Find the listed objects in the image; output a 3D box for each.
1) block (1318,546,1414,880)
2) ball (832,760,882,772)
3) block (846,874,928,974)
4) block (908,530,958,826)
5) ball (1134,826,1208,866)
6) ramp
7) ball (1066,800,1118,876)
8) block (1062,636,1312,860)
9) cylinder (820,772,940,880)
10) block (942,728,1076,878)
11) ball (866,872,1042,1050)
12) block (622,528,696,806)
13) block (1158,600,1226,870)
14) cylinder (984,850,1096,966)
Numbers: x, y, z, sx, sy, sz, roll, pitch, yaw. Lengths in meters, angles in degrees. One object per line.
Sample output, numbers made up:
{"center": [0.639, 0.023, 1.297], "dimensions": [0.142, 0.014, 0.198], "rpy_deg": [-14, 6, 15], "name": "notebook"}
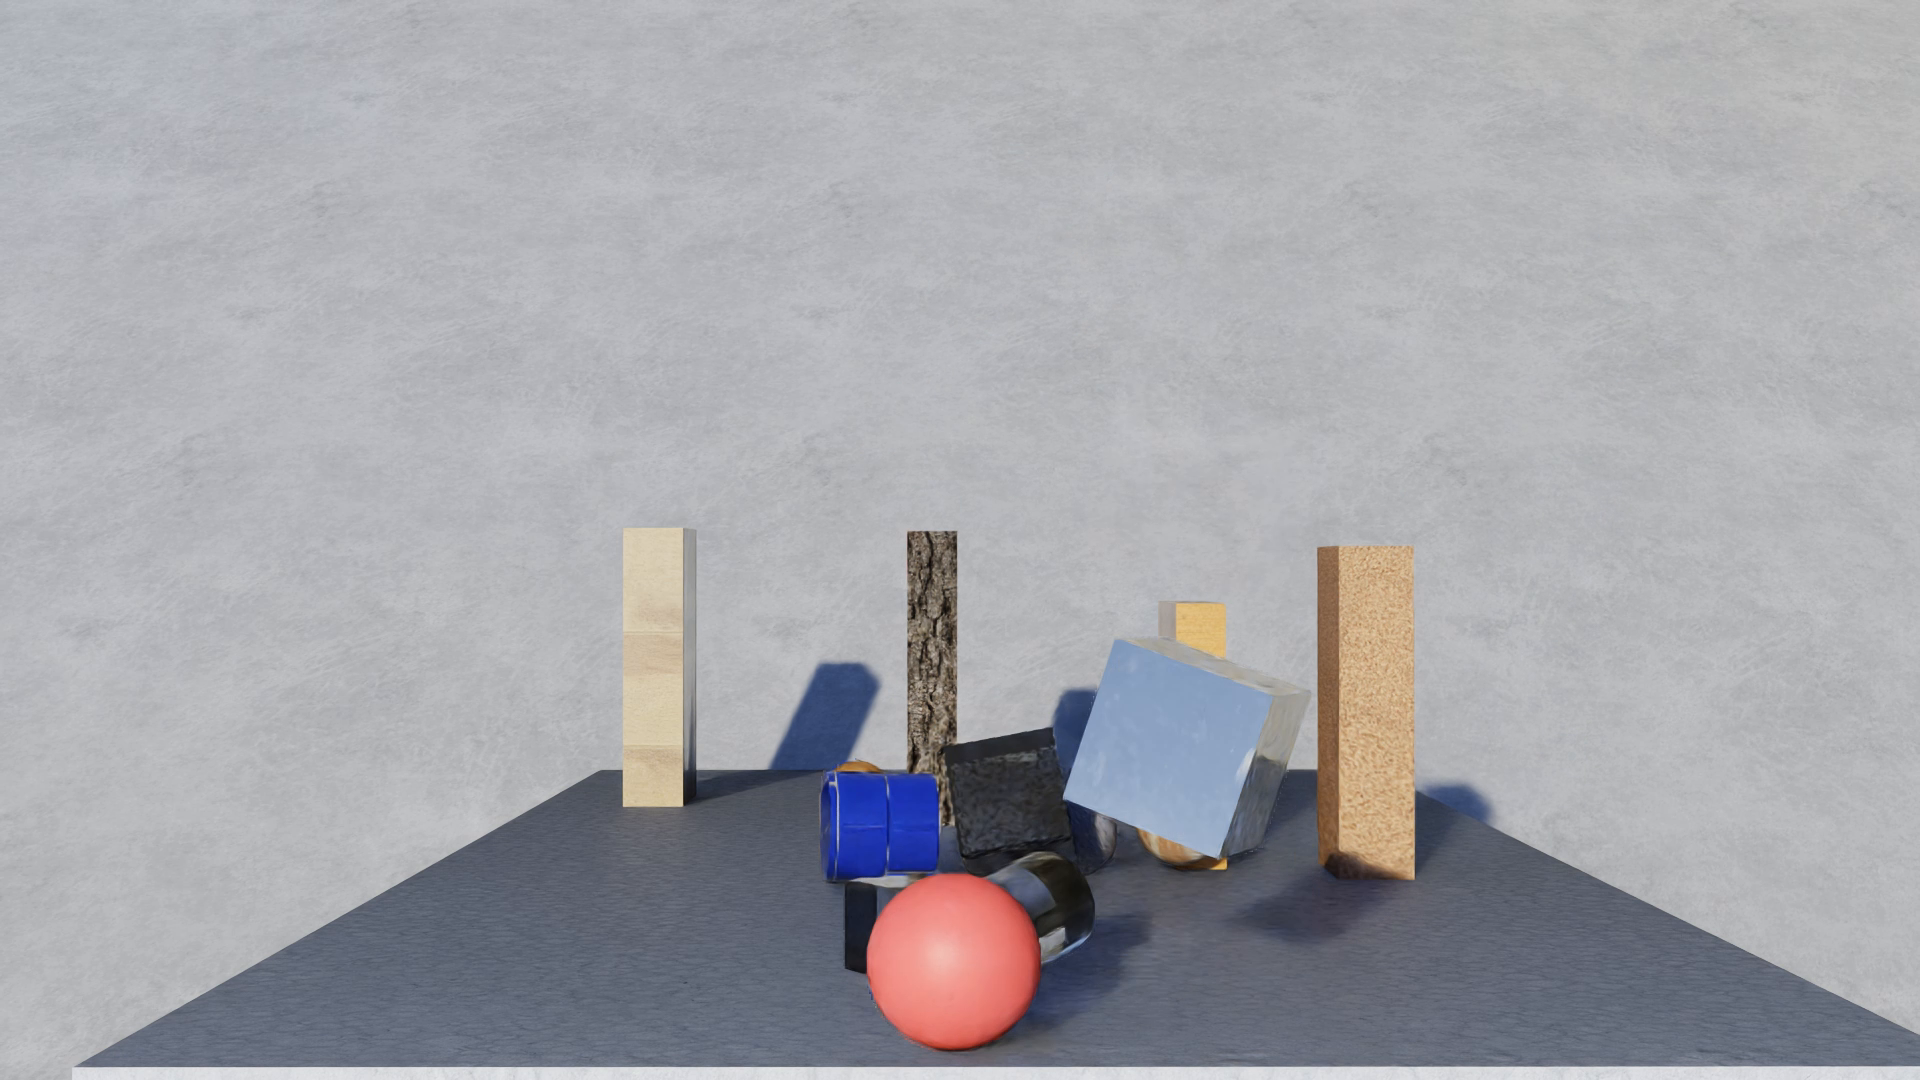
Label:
{"center": [0.696, 0.291, 4.461], "dimensions": [0.125, 0.559, 0.260], "rpy_deg": [0, -1, 0], "name": "block"}
{"center": [-0.205, 0.508, 5.154], "dimensions": [0.139, 0.139, 0.139], "rpy_deg": [0, 32, 0], "name": "ball"}
{"center": [-0.068, 0.500, 3.358], "dimensions": [0.117, 0.117, 0.117], "rpy_deg": [0, -1, -35], "name": "block"}
{"center": [-0.056, 0.282, 5.459], "dimensions": [0.101, 0.598, 0.402], "rpy_deg": [0, -1, 0], "name": "block"}
{"center": [0.376, 0.472, 4.405], "dimensions": [0.160, 0.160, 0.160], "rpy_deg": [0, 32, 0], "name": "ball"}
{"center": [0.071, 0.623, 4.709], "dimensions": [2.000, 0.100, 4.000], "rpy_deg": [0, -1, 0], "name": "ramp"}
{"center": [0.198, 0.500, 4.391], "dimensions": [0.139, 0.139, 0.139], "rpy_deg": [0, 32, 0], "name": "ball"}
{"center": [0.252, 0.224, 2.842], "dimensions": [0.183, 0.183, 0.183], "rpy_deg": [20, 5, 20], "name": "block"}
{"center": [-0.134, 0.475, 4.291], "dimensions": [0.179, 0.179, 0.179], "rpy_deg": [1, 31, -8], "name": "cylinder"}
{"center": [0.082, 0.427, 4.192], "dimensions": [0.178, 0.178, 0.178], "rpy_deg": [-11, 69, 2], "name": "block"}
{"center": [-0.006, 0.457, 2.811], "dimensions": [0.191, 0.191, 0.191], "rpy_deg": [0, 32, 0], "name": "ball"}
{"center": [-0.673, 0.280, 5.826], "dimensions": [0.131, 0.610, 0.295], "rpy_deg": [0, -1, 0], "name": "block"}
{"center": [0.417, 0.342, 4.685], "dimensions": [0.086, 0.460, 0.397], "rpy_deg": [0, -1, 0], "name": "block"}
{"center": [0.078, 0.477, 3.278], "dimensions": [0.134, 0.134, 0.134], "rpy_deg": [23, 25, 32], "name": "cylinder"}
